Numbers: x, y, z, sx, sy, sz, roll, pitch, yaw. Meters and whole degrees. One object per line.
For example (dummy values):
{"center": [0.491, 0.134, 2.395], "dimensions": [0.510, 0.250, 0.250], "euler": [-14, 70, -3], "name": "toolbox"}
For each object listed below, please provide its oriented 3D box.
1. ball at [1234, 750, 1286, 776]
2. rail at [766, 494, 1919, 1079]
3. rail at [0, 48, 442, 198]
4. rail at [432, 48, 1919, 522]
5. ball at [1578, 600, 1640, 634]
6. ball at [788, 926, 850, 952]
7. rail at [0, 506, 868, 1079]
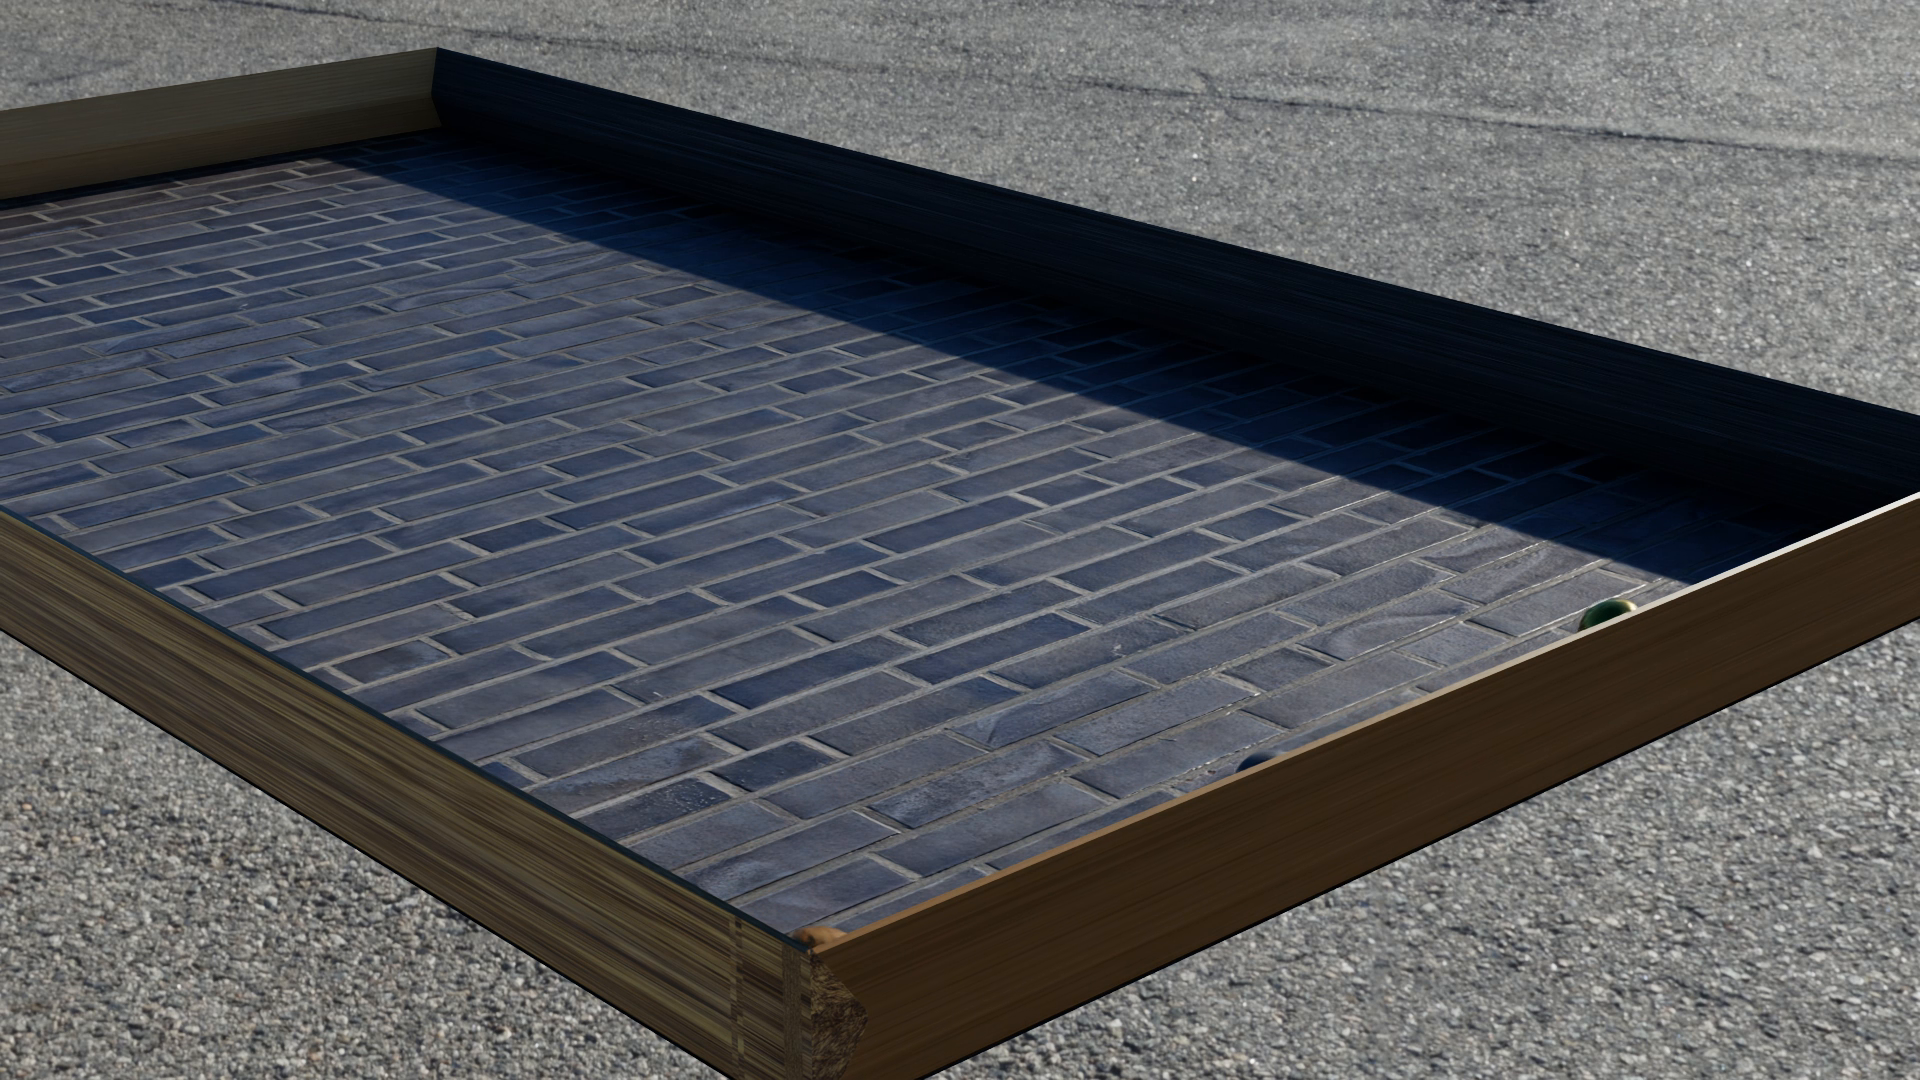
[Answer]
{"center": [0.239, 0.190, 2.266], "dimensions": [0.058, 0.058, 0.058], "euler": [0, 20, 0], "name": "ball"}
{"center": [0.442, 0.135, 2.316], "dimensions": [1.489, 0.125, 0.045], "euler": [-17, 26, -39], "name": "rail"}
{"center": [-1.359, -0.542, 4.178], "dimensions": [1.489, 0.125, 0.045], "euler": [-17, 26, -39], "name": "rail"}
{"center": [0.075, -0.369, 3.703], "dimensions": [0.045, 0.125, 2.725], "euler": [-17, 26, -39], "name": "rail"}
{"center": [0.568, 0.084, 2.549], "dimensions": [0.065, 0.065, 0.065], "euler": [0, 20, 0], "name": "ball"}
{"center": [-0.093, 0.294, 1.962], "dimensions": [0.071, 0.071, 0.071], "euler": [0, 20, 0], "name": "ball"}
{"center": [-0.992, -0.038, 2.792], "dimensions": [0.045, 0.125, 2.725], "euler": [-17, 26, -39], "name": "rail"}
